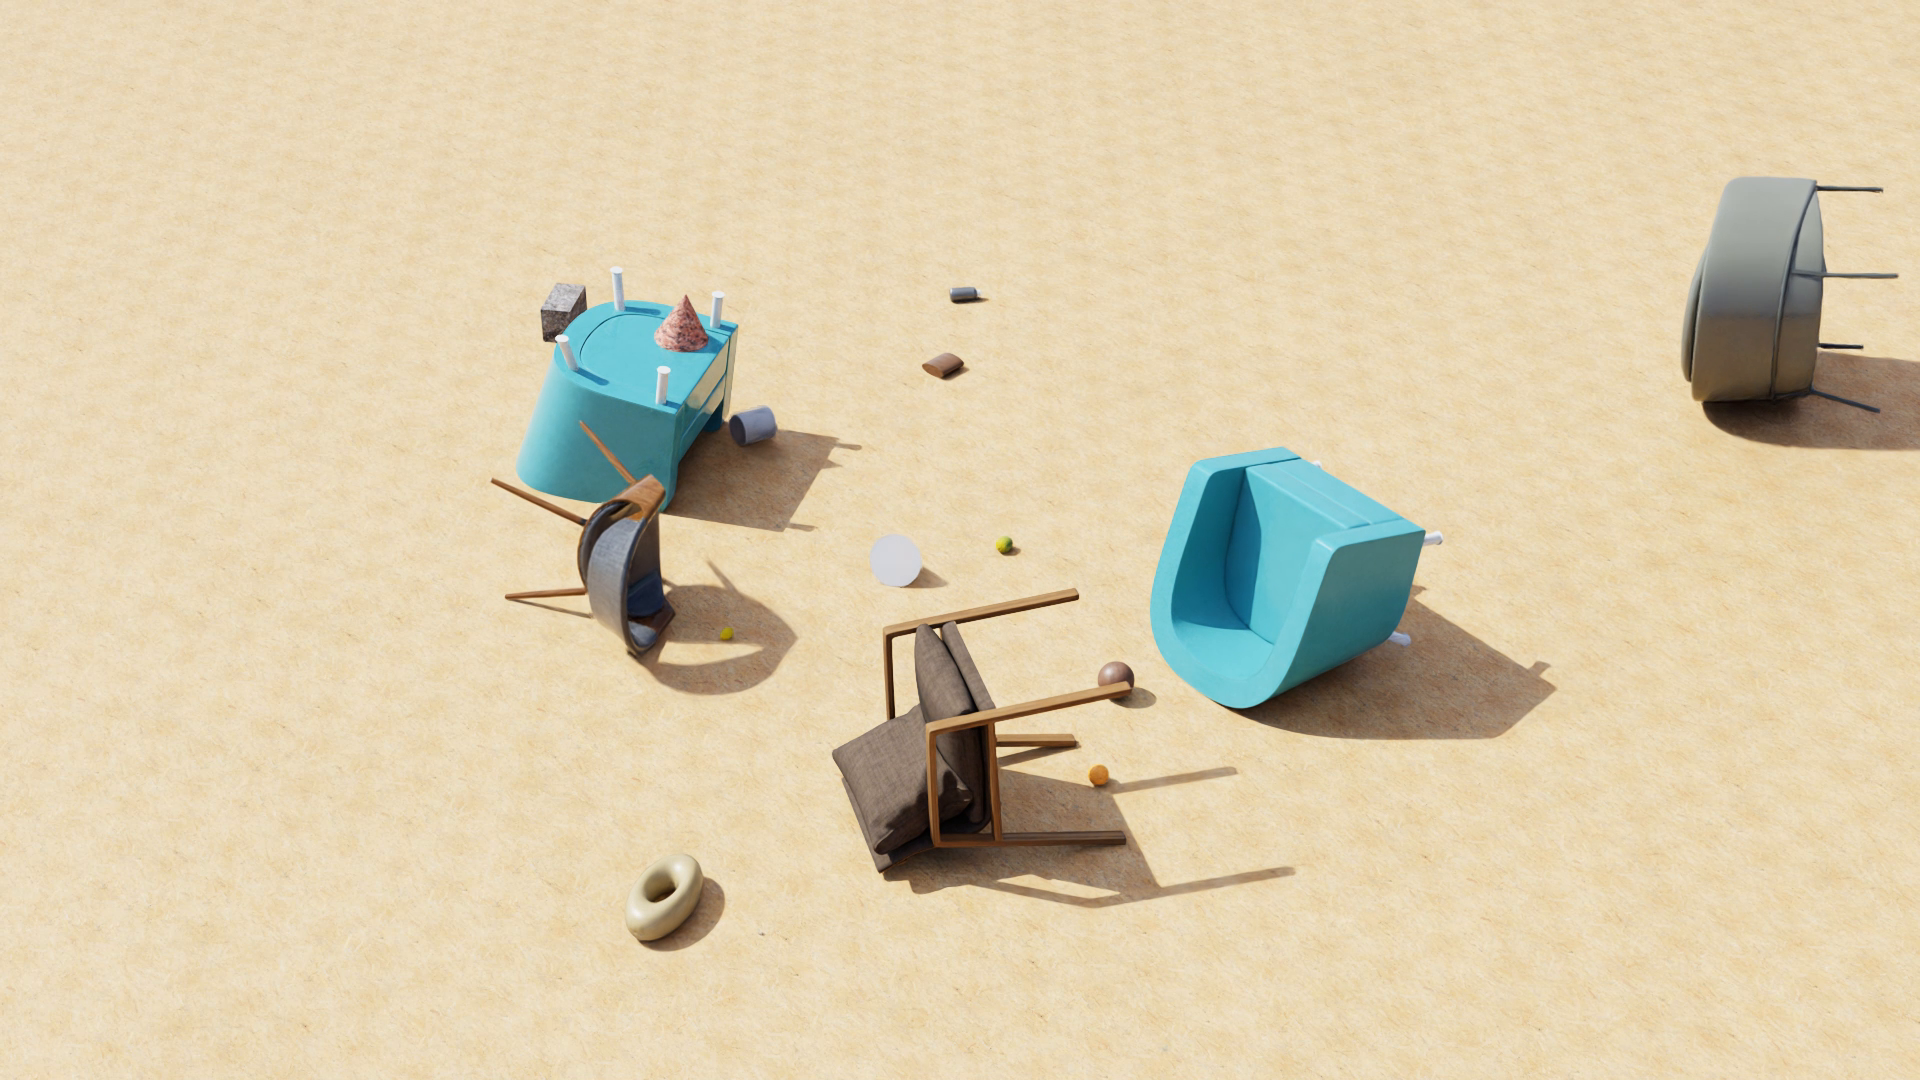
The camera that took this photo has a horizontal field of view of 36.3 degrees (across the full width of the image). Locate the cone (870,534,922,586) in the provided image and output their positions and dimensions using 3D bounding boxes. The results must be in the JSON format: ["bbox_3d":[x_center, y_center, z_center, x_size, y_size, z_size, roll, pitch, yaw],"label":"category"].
[{"bbox_3d":[-0.214,0.066,10.765,0.197,0.193,0.186,29,10,9],"label":"cone"}]

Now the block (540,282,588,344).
[{"bbox_3d":[-1.652,-0.947,12.242,0.126,0.153,0.233,5,34,8],"label":"block"}]

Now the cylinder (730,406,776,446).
[{"bbox_3d":[-0.811,-0.446,11.492,0.134,0.125,0.166,-17,-1,-24],"label":"cylinder"}]

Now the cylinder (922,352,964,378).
[{"bbox_3d":[-0.070,-0.716,11.987,0.122,0.048,0.125,25,41,36],"label":"cylinder"}]

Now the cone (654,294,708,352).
[{"bbox_3d":[-1.056,-0.857,11.199,0.212,0.203,0.206,-22,46,-36],"label":"cone"}]

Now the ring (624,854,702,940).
[{"bbox_3d":[-0.924,1.113,9.154,0.207,0.114,0.380,10,34,17],"label":"ring"}]
